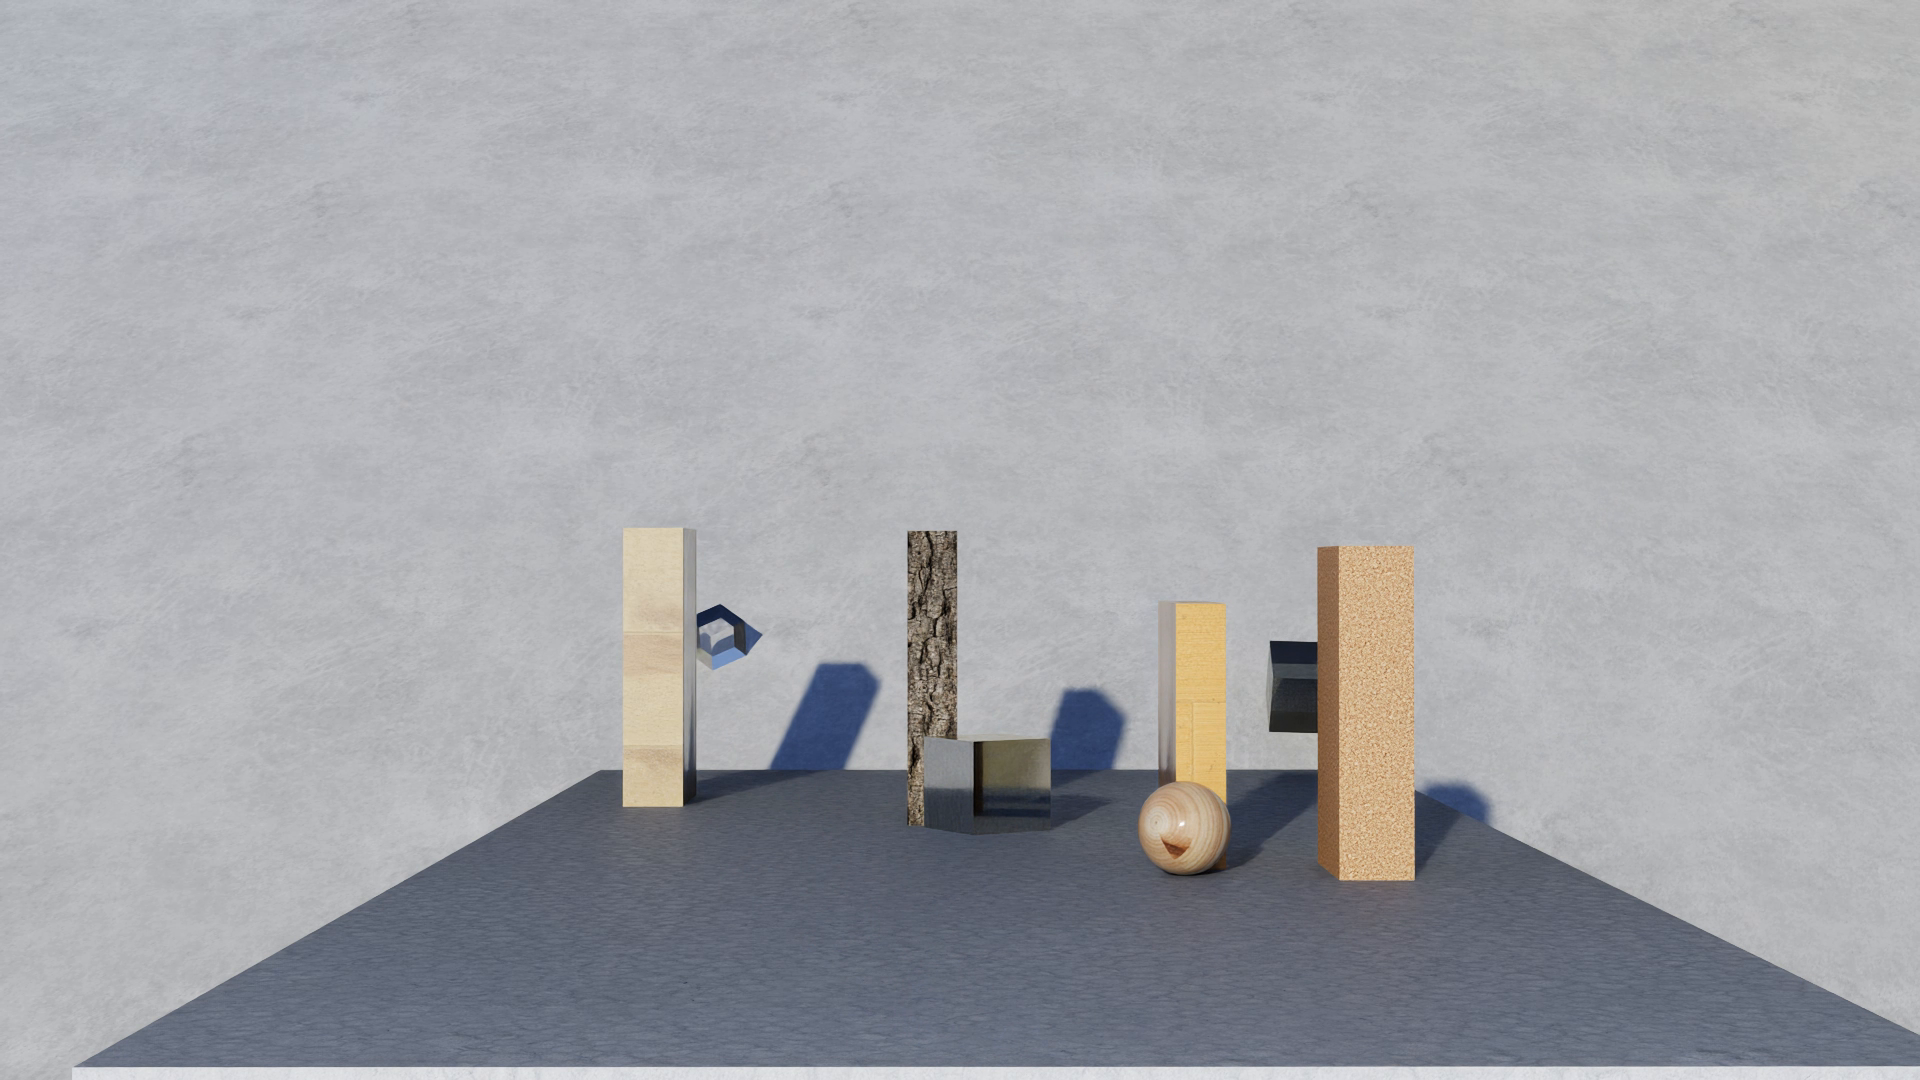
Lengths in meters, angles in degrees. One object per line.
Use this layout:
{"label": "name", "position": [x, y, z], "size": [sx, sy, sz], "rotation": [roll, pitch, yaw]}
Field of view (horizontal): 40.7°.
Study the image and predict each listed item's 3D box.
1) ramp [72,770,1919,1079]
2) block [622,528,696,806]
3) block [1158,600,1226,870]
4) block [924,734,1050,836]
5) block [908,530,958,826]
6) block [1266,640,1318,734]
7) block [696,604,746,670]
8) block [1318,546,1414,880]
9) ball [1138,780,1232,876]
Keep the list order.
{"label": "ramp", "position": [0.071, 0.623, 4.709], "size": [2.000, 0.100, 4.000], "rotation": [0, -1, 0]}
{"label": "block", "position": [-0.673, 0.280, 5.826], "size": [0.131, 0.610, 0.295], "rotation": [0, -1, 0]}
{"label": "block", "position": [0.417, 0.342, 4.685], "size": [0.086, 0.460, 0.397], "rotation": [0, -1, 0]}
{"label": "block", "position": [0.054, 0.486, 5.185], "size": [0.183, 0.183, 0.183], "rotation": [0, -1, -33]}
{"label": "block", "position": [-0.056, 0.282, 5.459], "size": [0.101, 0.598, 0.402], "rotation": [0, -1, 0]}
{"label": "block", "position": [0.927, 0.398, 7.019], "size": [0.178, 0.178, 0.178], "rotation": [1, 32, 2]}
{"label": "block", "position": [-0.684, 0.273, 7.280], "size": [0.117, 0.117, 0.117], "rotation": [-24, 39, -33]}
{"label": "block", "position": [0.696, 0.291, 4.461], "size": [0.125, 0.559, 0.260], "rotation": [0, -1, 0]}
{"label": "ball", "position": [0.382, 0.489, 4.405], "size": [0.160, 0.160, 0.160], "rotation": [0, 32, 0]}
